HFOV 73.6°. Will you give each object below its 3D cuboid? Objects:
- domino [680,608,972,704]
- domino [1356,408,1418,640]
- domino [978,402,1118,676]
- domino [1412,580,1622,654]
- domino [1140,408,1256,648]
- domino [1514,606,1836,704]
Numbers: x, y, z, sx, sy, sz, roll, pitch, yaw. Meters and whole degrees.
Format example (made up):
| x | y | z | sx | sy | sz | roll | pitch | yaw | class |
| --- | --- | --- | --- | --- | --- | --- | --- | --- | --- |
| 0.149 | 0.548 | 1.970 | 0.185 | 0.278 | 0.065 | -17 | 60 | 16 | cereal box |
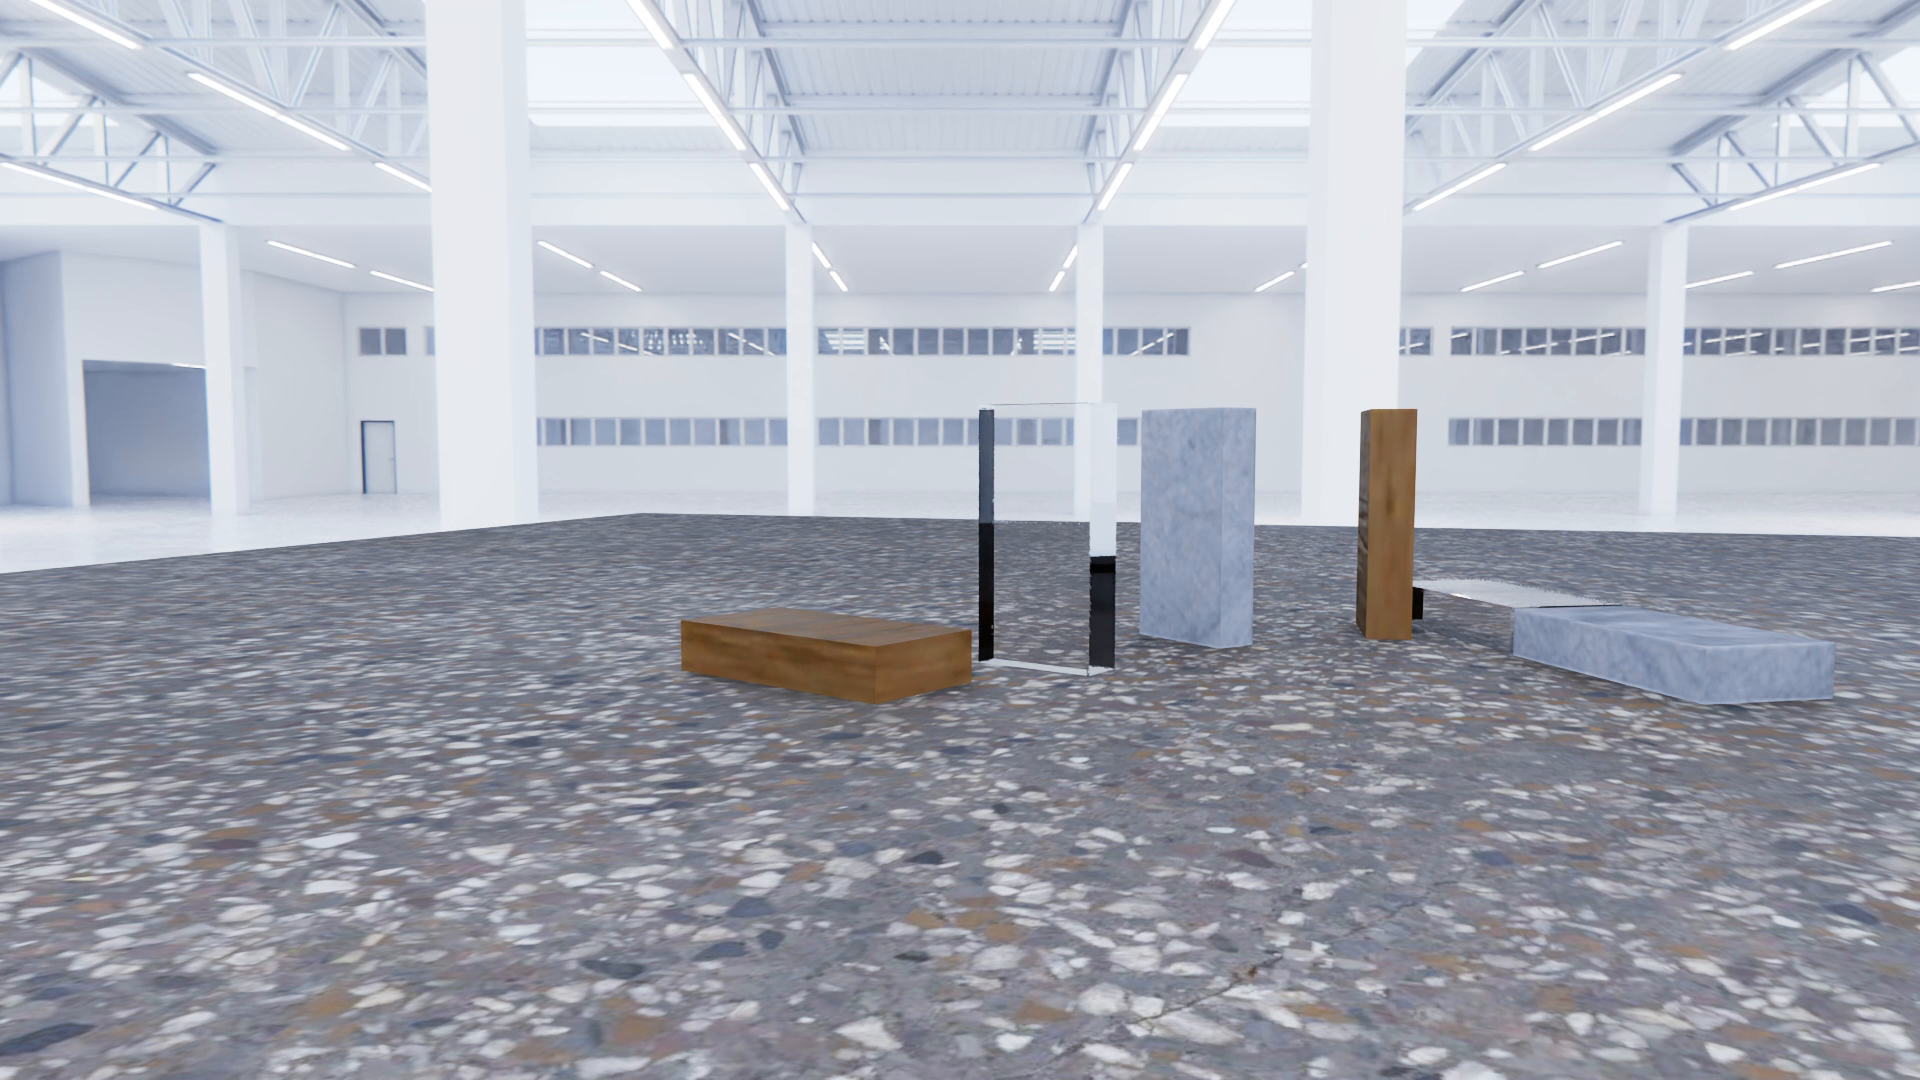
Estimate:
| x | y | z | sx | sy | sz | roll | pitch | yaw | class |
| --- | --- | --- | --- | --- | --- | --- | --- | --- | --- |
| -0.025 | 0.020 | 0.235 | 0.050 | 0.010 | 0.025 | 4 | 6 | 39 | domino |
| 0.096 | -0.004 | 0.290 | 0.009 | 0.050 | 0.025 | 1 | 4 | 12 | domino |
| 0.016 | -0.001 | 0.245 | 0.025 | 0.050 | 0.009 | 3 | 5 | 37 | domino |
| 0.120 | 0.016 | 0.287 | 0.025 | 0.010 | 0.050 | -1 | 4 | -10 | domino |
| 0.051 | -0.003 | 0.278 | 0.009 | 0.050 | 0.025 | -3 | 5 | -34 | domino |
| 0.129 | 0.020 | 0.236 | 0.025 | 0.010 | 0.050 | -1 | 4 | -12 | domino |
